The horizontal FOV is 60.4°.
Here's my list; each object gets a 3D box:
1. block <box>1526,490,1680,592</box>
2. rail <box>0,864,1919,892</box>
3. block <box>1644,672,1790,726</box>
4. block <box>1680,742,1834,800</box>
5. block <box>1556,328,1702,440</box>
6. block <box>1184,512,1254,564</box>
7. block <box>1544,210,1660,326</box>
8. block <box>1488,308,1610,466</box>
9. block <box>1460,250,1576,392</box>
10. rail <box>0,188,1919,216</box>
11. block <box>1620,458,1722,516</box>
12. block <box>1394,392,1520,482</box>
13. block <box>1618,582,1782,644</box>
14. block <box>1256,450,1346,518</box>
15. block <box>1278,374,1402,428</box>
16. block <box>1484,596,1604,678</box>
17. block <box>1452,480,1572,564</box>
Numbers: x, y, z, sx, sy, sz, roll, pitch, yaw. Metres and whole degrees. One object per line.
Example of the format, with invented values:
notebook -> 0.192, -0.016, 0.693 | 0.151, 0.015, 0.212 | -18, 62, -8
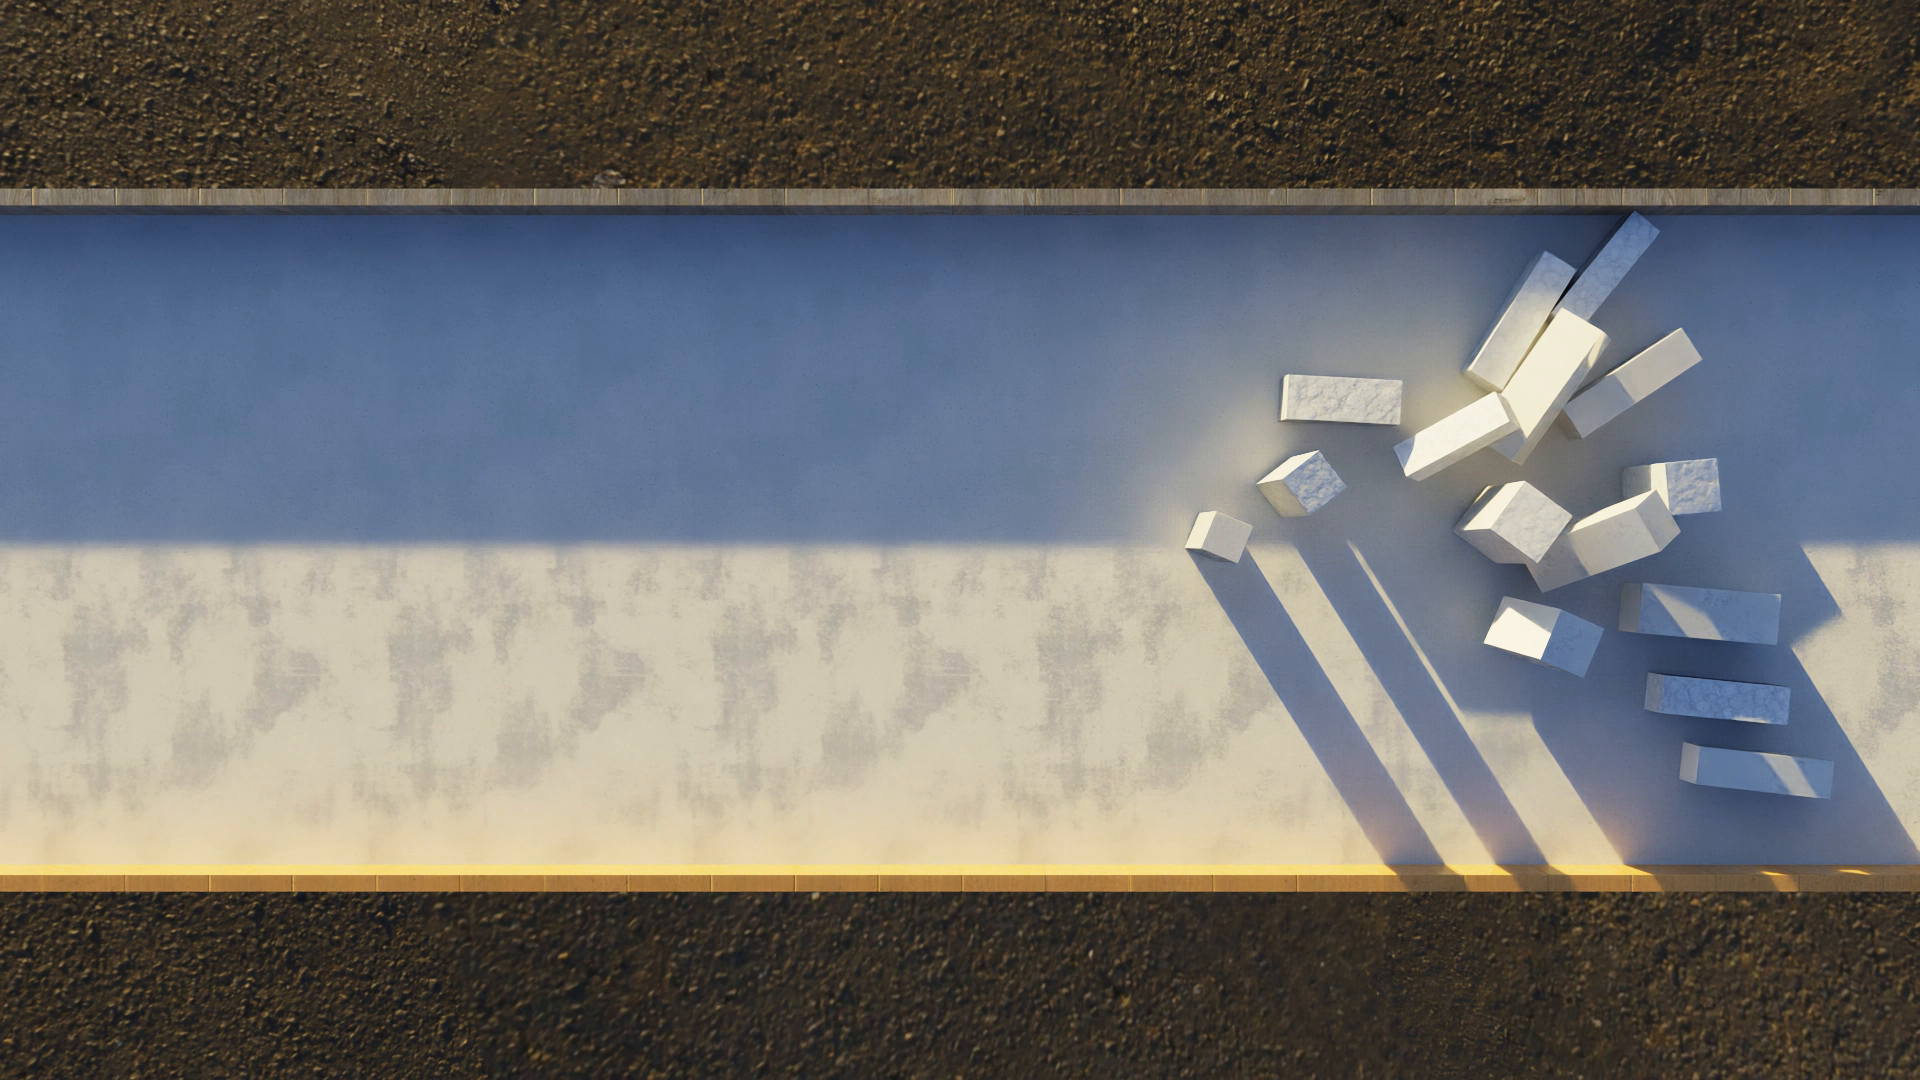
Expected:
block -> 1.884, 0.006, 4.870 | 0.143, 0.411, 0.143 | -30, 90, -38
rail -> -2.247, 1.025, 5.001 | 12.000, 0.150, 0.050 | 0, 90, 0
block -> 2.303, 0.482, 5.019 | 0.384, 0.114, 0.114 | 6, 90, 0
block -> 2.422, 0.701, 5.019 | 0.407, 0.114, 0.114 | 6, 90, 0
block -> 2.023, -0.472, 5.020 | 0.432, 0.113, 0.113 | -33, 90, 0
block -> 0.767, -0.007, 4.906 | 0.115, 0.340, 0.115 | 22, 90, 0
block -> 1.948, -0.809, 5.026 | 0.101, 0.101, 0.400 | 39, 90, 0
block -> 1.738, -0.455, 4.931 | 0.139, 0.139, 0.449 | 39, 106, 28
block -> 1.697, -0.663, 5.021 | 0.111, 0.111, 0.426 | 32, 90, 0
rail -> -2.247, -1.025, 5.002 | 12.000, 0.150, 0.050 | 0, 90, 0
block -> 2.116, -0.153, 4.917 | 0.152, 0.318, 0.152 | -5, 90, 0
block -> 1.485, -0.307, 4.934 | 0.340, 0.102, 0.102 | -31, 65, 30
block -> 2.239, 0.221, 5.001 | 0.415, 0.150, 0.150 | 5, 90, 0
block -> 1.001, -0.161, 4.867 | 0.131, 0.418, 0.131 | -38, 90, 0
block -> 1.152, -0.421, 5.011 | 0.342, 0.132, 0.132 | 3, 90, 0
block -> 1.735, 0.286, 4.912 | 0.156, 0.300, 0.156 | 23, 90, -15
block -> 1.629, -0.048, 4.884 | 0.168, 0.382, 0.168 | 37, 90, 1
